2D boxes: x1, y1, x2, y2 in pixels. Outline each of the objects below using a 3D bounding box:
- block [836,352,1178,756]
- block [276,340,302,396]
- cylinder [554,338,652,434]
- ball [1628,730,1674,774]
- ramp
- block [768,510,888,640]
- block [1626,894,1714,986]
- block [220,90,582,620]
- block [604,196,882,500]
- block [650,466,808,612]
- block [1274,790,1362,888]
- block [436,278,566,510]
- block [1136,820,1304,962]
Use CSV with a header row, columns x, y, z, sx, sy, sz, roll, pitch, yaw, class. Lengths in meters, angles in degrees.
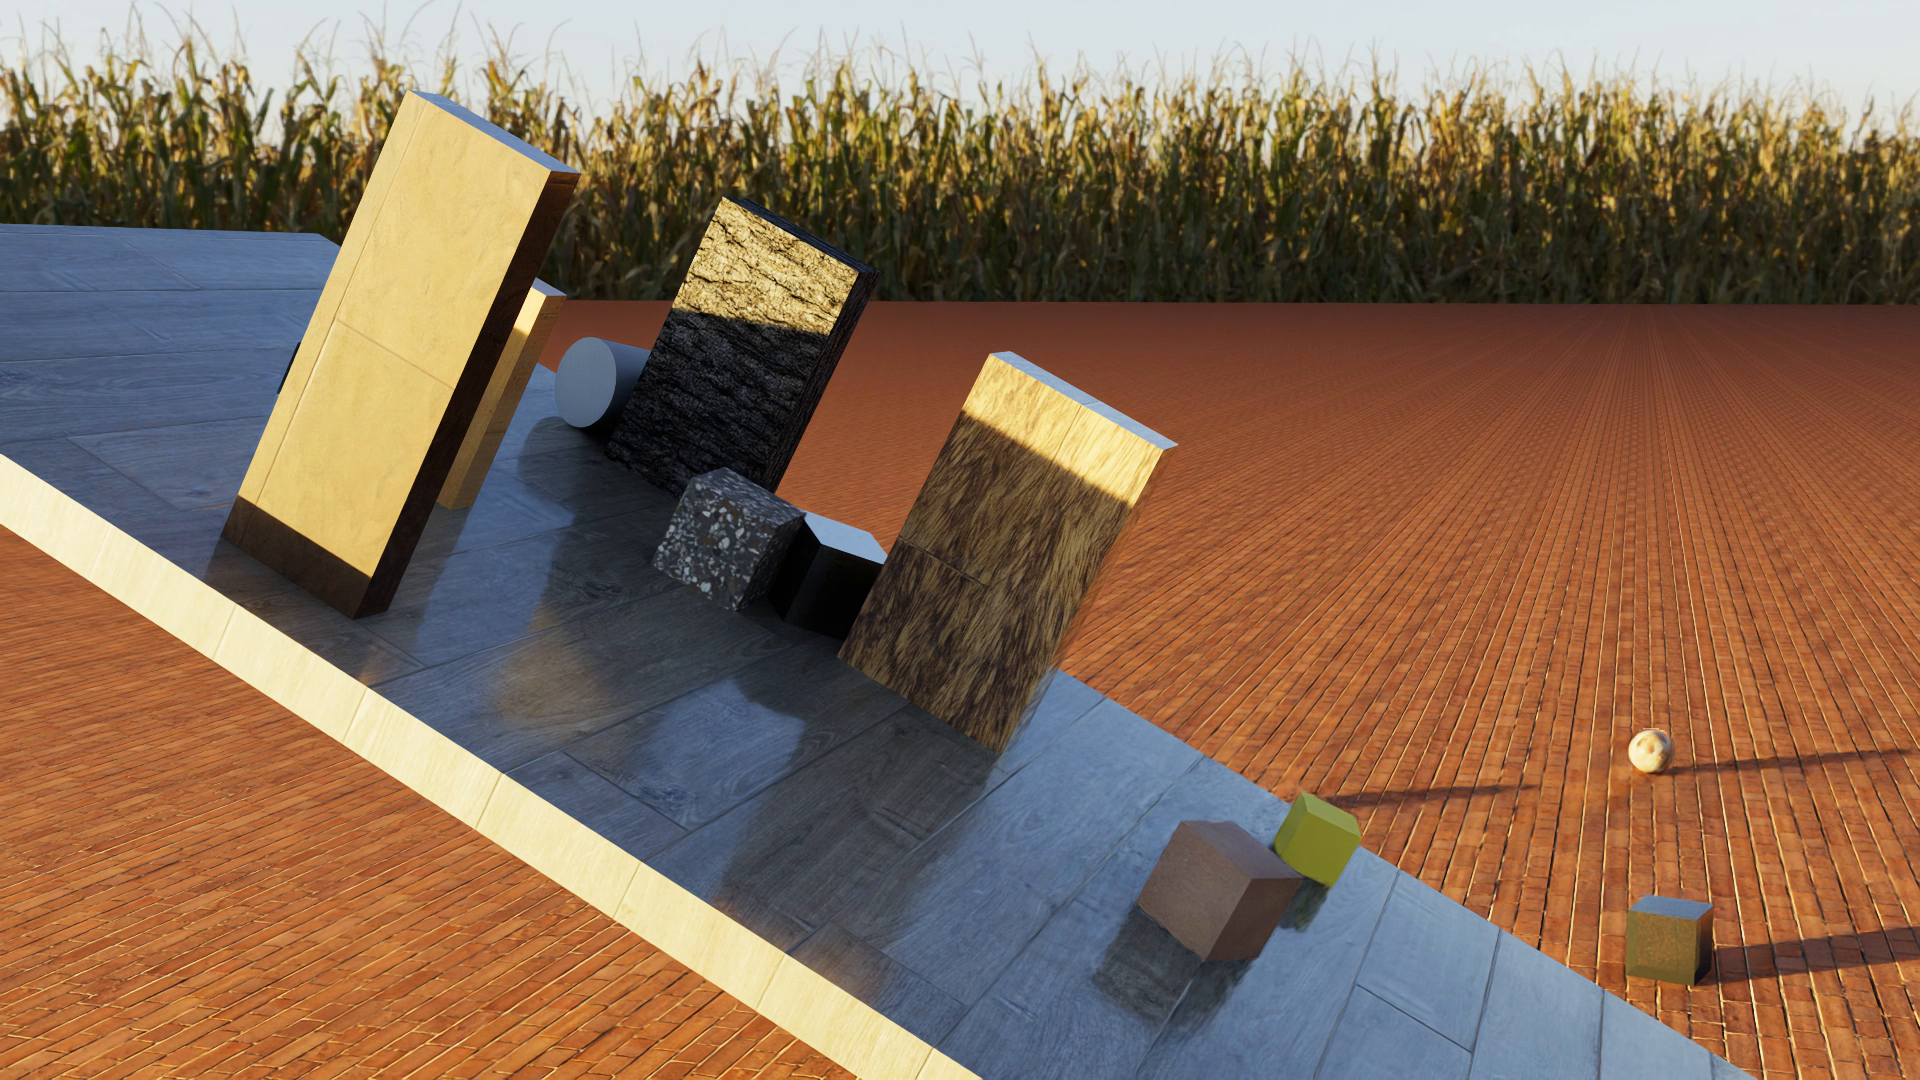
x,y,z,sx,sy,sz,roll,pitch,yaw,class
0.090,0.024,4.350,0.386,0.687,0.146,30,14,12,block
-1.241,-0.317,4.307,0.117,0.117,0.117,28,14,2,block
-0.786,-0.348,5.069,0.207,0.207,0.207,6,-2,39,cylinder
2.570,0.788,8.178,0.160,0.160,0.160,0,7,0,ball
-0.225,0.374,4.149,4.000,0.100,2.000,30,14,12,ramp
-0.274,0.075,4.542,0.183,0.183,0.183,19,16,-29,block
1.883,1.060,5.833,0.178,0.178,0.178,4,8,32,block
-0.885,-0.285,3.456,0.270,0.786,0.101,30,14,12,block
-0.484,-0.387,4.864,0.352,0.641,0.150,30,14,12,block
-0.465,-0.003,4.439,0.198,0.198,0.198,29,14,8,block
0.742,0.622,4.571,0.125,0.125,0.125,26,14,-3,block
-0.988,-0.339,4.154,0.336,0.453,0.084,30,14,12,block
0.464,0.627,3.936,0.176,0.176,0.176,38,17,36,block
